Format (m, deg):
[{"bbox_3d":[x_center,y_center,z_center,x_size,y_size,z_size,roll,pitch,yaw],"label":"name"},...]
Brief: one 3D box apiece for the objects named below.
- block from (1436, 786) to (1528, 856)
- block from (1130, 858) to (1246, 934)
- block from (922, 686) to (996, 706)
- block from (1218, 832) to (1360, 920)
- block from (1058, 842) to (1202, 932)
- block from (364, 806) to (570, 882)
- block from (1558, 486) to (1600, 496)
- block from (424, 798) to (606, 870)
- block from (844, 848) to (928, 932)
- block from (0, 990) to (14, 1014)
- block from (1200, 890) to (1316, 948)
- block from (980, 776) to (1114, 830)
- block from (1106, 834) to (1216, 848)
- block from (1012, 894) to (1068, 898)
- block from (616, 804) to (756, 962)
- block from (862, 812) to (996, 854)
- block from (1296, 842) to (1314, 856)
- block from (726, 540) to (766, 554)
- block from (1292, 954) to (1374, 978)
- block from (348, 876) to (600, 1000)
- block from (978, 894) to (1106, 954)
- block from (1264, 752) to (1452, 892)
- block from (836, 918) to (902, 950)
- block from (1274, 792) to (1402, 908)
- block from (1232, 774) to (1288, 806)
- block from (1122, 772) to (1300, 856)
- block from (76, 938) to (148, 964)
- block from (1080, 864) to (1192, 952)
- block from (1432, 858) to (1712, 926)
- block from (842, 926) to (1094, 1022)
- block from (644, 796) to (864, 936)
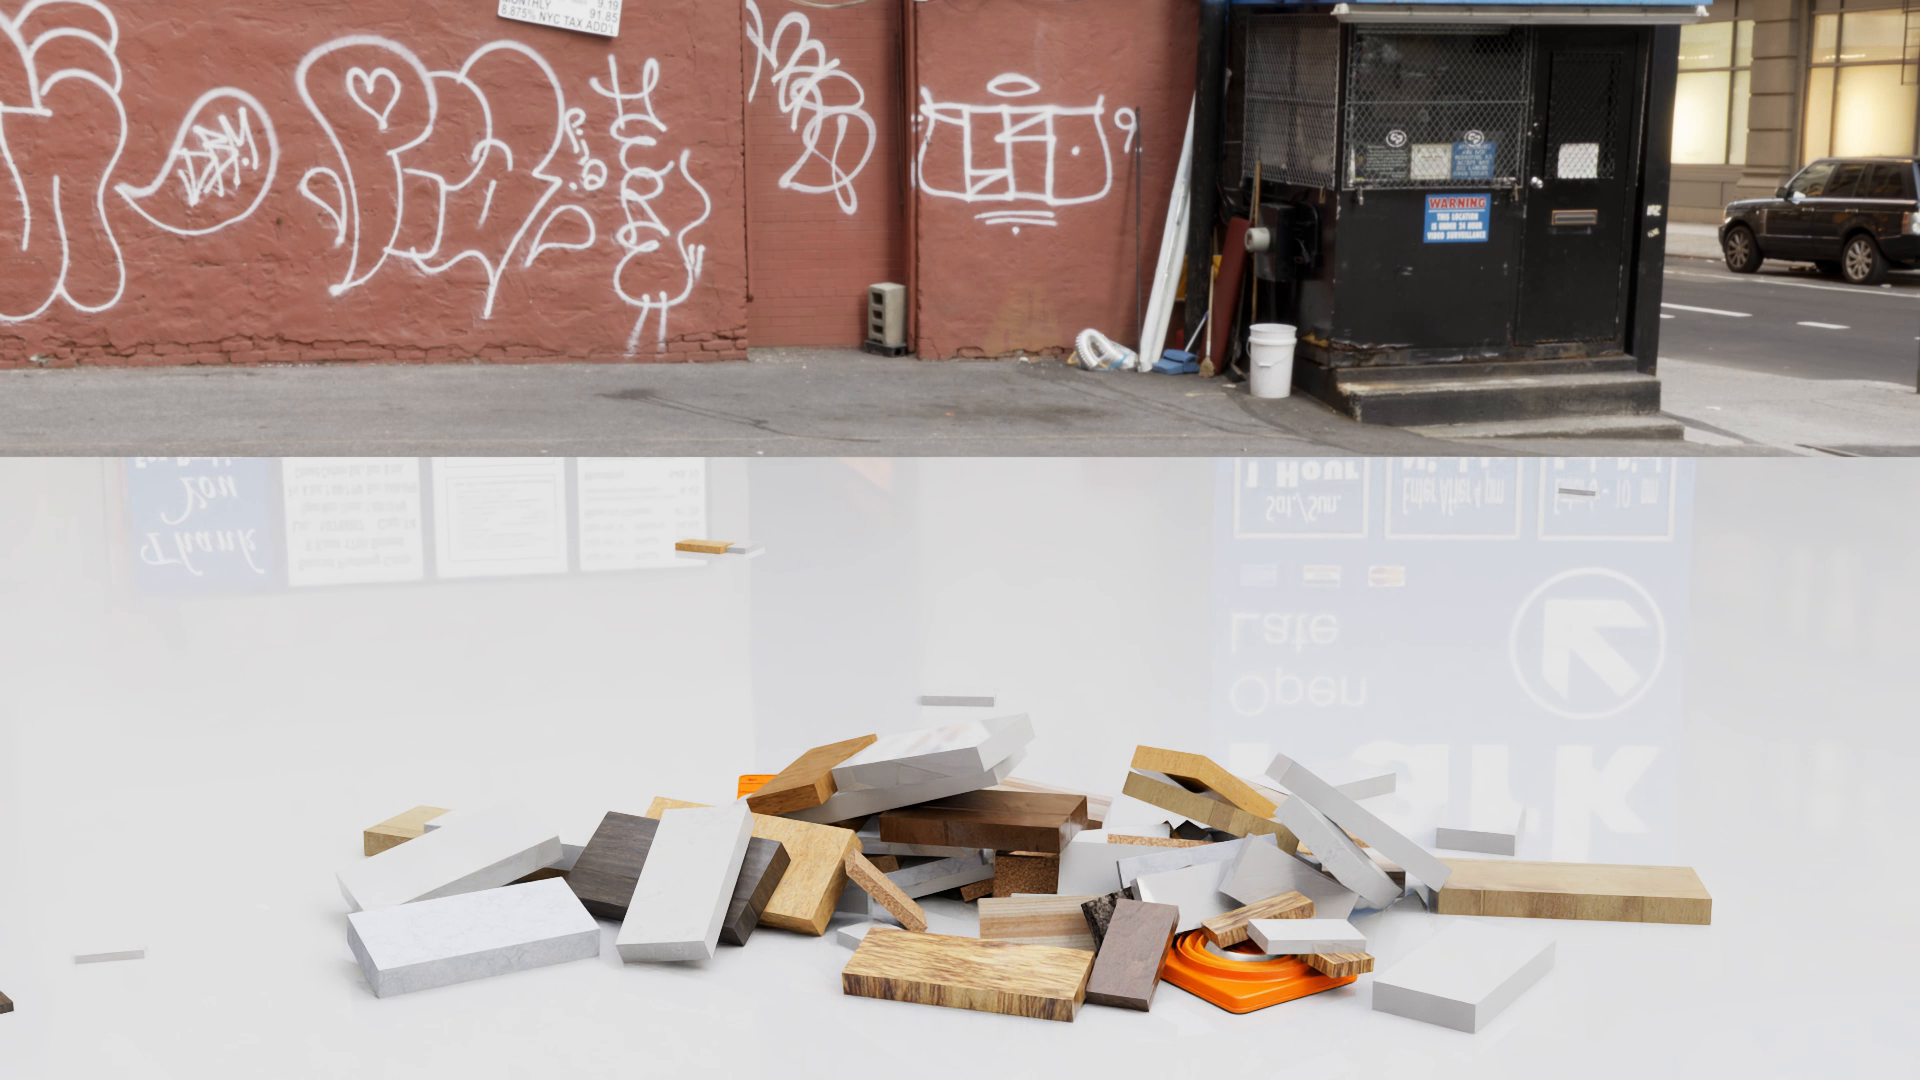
[{"bbox_3d":[0.952,0.508,4.003,0.135,0.038,0.271,3,11,18],"label":"block"},{"bbox_3d":[0.360,0.551,3.381,0.186,0.093,0.026,-7,-17,-23],"label":"block"},{"bbox_3d":[-0.001,0.349,4.903,0.159,0.023,0.080,1,11,4],"label":"block"},{"bbox_3d":[0.508,0.544,3.393,0.199,0.099,0.028,30,-6,-12],"label":"block"},{"bbox_3d":[0.284,0.553,3.514,0.252,0.126,0.036,2,-15,11],"label":"block"},{"bbox_3d":[-0.782,0.536,3.833,0.504,0.046,0.162,4,11,23],"label":"block"},{"bbox_3d":[2.177,-0.173,7.725,0.129,0.018,0.064,7,12,32],"label":"block"},{"bbox_3d":[-0.732,0.503,3.759,0.325,0.046,0.162,4,11,22],"label":"block"},{"bbox_3d":[-0.118,0.559,3.491,0.157,0.022,0.078,43,4,-11],"label":"block"},{"bbox_3d":[-1.418,0.670,3.199,0.049,0.014,0.098,-9,14,-40],"label":"block"},{"bbox_3d":[0.451,0.572,3.324,0.157,0.022,0.078,-17,8,-11],"label":"block"},{"bbox_3d":[0.099,0.462,3.869,0.324,0.044,0.155,11,11,9],"label":"block"},{"bbox_3d":[0.365,0.548,3.541,0.262,0.126,0.036,3,-15,14],"label":"block"},{"bbox_3d":[0.156,0.593,3.491,0.150,0.058,0.016,1,-15,5],"label":"block"},{"bbox_3d":[-0.427,0.536,3.445,0.145,0.041,0.290,-5,37,15],"label":"block"},{"bbox_3d":[-0.074,0.489,3.817,0.264,0.037,0.132,27,13,22],"label":"block"},{"bbox_3d":[0.469,0.541,3.853,0.309,0.028,0.099,1,11,4],"label":"block"},{"bbox_3d":[-0.651,0.021,6.683,0.064,0.018,0.129,4,11,22],"label":"block"},{"bbox_3d":[0.535,0.608,3.279,0.078,0.022,0.157,-1,13,-31],"label":"block"},{"bbox_3d":[-0.744,0.605,3.368,0.342,0.048,0.171,-6,23,-30],"label":"block"},{"bbox_3d":[0.165,0.595,3.398,0.273,0.088,0.025,-1,-15,-6],"label":"block"},{"bbox_3d":[0.655,0.464,3.633,0.313,0.044,0.157,34,-1,0],"label":"block"},{"bbox_3d":[-0.111,0.627,3.411,0.078,0.022,0.157,-9,14,-42],"label":"block"},{"bbox_3d":[0.603,0.496,3.491,0.155,0.044,0.310,46,5,27],"label":"block"},{"bbox_3d":[0.503,0.486,4.122,0.135,0.038,0.271,-6,12,-31],"label":"block"},{"bbox_3d":[0.415,0.453,3.658,0.145,0.041,0.308,22,-5,-29],"label":"block"},{"bbox_3d":[-1.308,0.634,3.392,0.098,0.014,0.049,-3,11,-15],"label":"block"},{"bbox_3d":[0.288,0.574,3.383,0.186,0.093,0.026,-16,-11,-21],"label":"block"},{"bbox_3d":[0.999,0.577,3.620,0.428,0.044,0.157,1,11,7],"label":"block"},{"bbox_3d":[0.013,0.638,3.240,0.349,0.037,0.132,3,22,17],"label":"block"},{"bbox_3d":[-0.367,0.529,3.594,0.390,0.048,0.171,6,52,28],"label":"block"}]
